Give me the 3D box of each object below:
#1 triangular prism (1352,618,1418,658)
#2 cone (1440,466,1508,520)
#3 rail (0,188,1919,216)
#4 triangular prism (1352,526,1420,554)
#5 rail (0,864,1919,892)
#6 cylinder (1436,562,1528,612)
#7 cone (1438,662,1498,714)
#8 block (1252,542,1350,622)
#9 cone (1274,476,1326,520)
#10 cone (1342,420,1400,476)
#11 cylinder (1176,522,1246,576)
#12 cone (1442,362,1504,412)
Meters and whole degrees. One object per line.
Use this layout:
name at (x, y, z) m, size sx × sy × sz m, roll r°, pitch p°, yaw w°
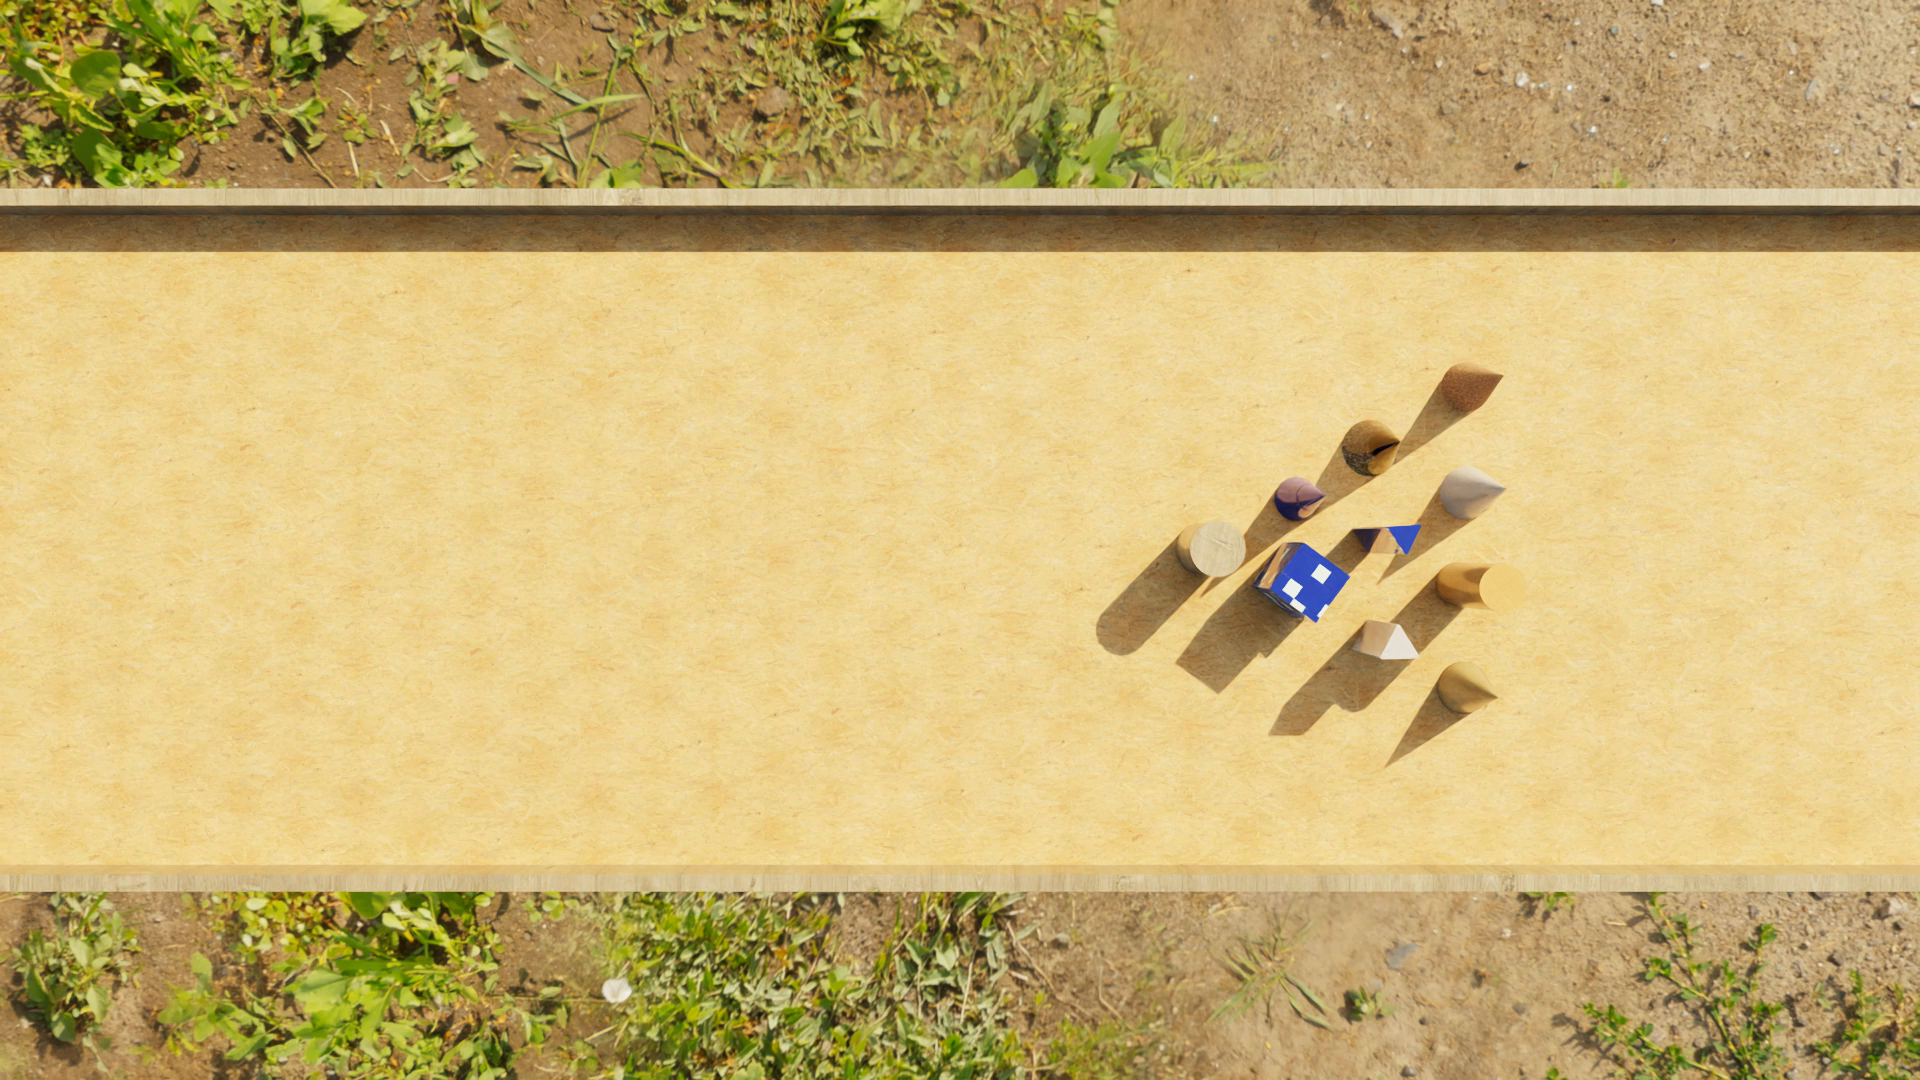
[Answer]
triangular prism at (1.260, 0.290, 4.904) m, size 0.110 × 0.344 × 0.095 m, roll -2°, pitch 90°, yaw 0°
cone at (1.560, -0.146, 4.887) m, size 0.164 × 0.379 × 0.164 m, roll 0°, pitch 90°, yaw 0°
rail at (-2.247, -1.025, 5.002) m, size 12.000 × 0.150 × 0.050 m, roll 0°, pitch 90°, yaw 0°
triangular prism at (1.267, -0.020, 4.864) m, size 0.080 × 0.426 × 0.092 m, roll -34°, pitch 90°, yaw 0°
rail at (-2.247, 1.025, 5.001) m, size 12.000 × 0.150 × 0.050 m, roll 0°, pitch 90°, yaw 0°
cylinder at (1.531, 0.136, 4.862) m, size 0.136 × 0.430 × 0.136 m, roll 0°, pitch 90°, yaw 0°
cone at (1.549, 0.454, 4.909) m, size 0.161 × 0.335 × 0.161 m, roll 0°, pitch 90°, yaw 0°
block at (1.011, 0.123, 4.920) m, size 0.167 × 0.312 × 0.167 m, roll 37°, pitch 90°, yaw 0°
cone at (1.037, -0.127, 4.871) m, size 0.138 × 0.411 × 0.138 m, roll 0°, pitch 90°, yaw 0°
cone at (1.263, -0.283, 4.900) m, size 0.174 × 0.354 × 0.174 m, roll 0°, pitch 90°, yaw 0°
cylinder at (0.743, 0.026, 4.912) m, size 0.160 × 0.328 × 0.160 m, roll 0°, pitch 90°, yaw 0°
cone at (1.558, -0.471, 4.899) m, size 0.153 × 0.355 × 0.153 m, roll 0°, pitch 90°, yaw 0°
